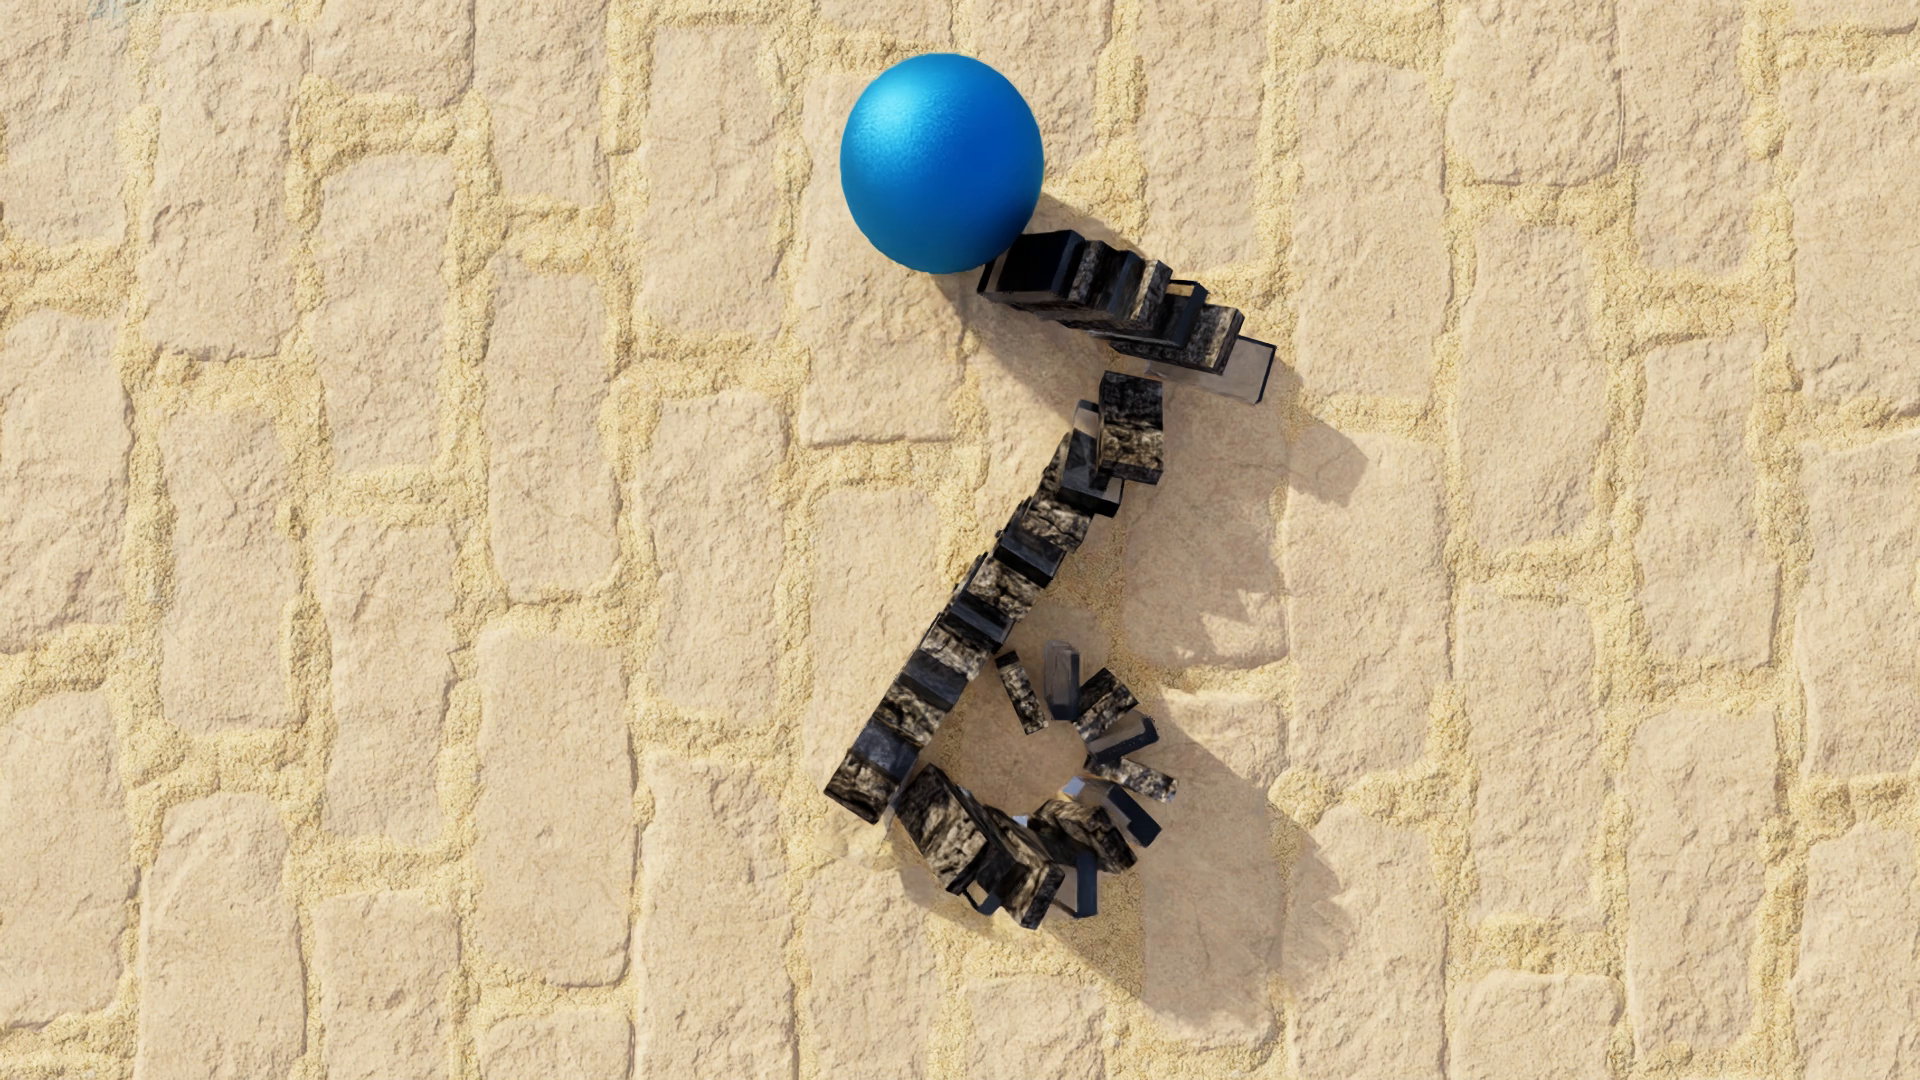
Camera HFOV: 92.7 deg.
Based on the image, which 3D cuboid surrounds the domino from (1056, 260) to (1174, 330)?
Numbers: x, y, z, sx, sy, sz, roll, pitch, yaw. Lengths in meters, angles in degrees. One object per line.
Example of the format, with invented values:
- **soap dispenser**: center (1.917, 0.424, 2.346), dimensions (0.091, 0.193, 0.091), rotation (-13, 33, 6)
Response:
- **domino**: center (0.062, -0.100, 0.377), dimensions (0.010, 0.050, 0.025), rotation (20, 90, -36)

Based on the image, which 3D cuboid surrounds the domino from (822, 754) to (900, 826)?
- **domino**: center (-0.033, 0.090, 0.382), dimensions (0.025, 0.010, 0.050), rotation (32, 58, 2)

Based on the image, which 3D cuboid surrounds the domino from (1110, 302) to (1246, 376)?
- **domino**: center (0.089, -0.086, 0.380), dimensions (0.050, 0.010, 0.025), rotation (23, 93, 39)

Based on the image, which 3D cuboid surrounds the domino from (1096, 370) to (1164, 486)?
- **domino**: center (0.071, -0.047, 0.381), dimensions (0.025, 0.009, 0.050), rotation (11, 55, -4)

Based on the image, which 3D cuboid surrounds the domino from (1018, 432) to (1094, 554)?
- **domino**: center (0.046, -0.020, 0.381), dimensions (0.025, 0.010, 0.050), rotation (28, 54, 0)

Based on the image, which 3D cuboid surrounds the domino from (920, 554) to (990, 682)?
- **domino**: center (0.006, 0.031, 0.381), dimensions (0.025, 0.010, 0.050), rotation (33, 51, 0)

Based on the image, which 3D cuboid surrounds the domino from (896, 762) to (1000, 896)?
- **domino**: center (-0.007, 0.118, 0.378), dimensions (0.025, 0.050, 0.009), rotation (-48, 130, 0)

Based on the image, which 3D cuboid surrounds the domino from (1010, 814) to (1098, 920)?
- **domino**: center (0.037, 0.133, 0.376), dimensions (0.009, 0.050, 0.025), rotation (1, 90, -29)

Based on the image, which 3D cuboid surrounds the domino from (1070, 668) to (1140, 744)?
- **domino**: center (0.056, 0.067, 0.375), dimensions (0.025, 0.050, 0.009), rotation (-39, 89, 0)

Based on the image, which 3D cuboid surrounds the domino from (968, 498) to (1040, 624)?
- **domino**: center (0.025, 0.008, 0.381), dimensions (0.025, 0.010, 0.050), rotation (33, 51, 0)

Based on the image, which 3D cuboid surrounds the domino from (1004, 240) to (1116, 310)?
- **domino**: center (0.040, -0.108, 0.377), dimensions (0.010, 0.050, 0.025), rotation (20, 90, -36)

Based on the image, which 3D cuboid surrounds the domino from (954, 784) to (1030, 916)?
- **domino**: center (0.005, 0.127, 0.377), dimensions (0.025, 0.050, 0.010), rotation (-51, 127, 0)

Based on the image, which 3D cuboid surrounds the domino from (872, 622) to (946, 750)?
- **domino**: center (-0.013, 0.059, 0.383), dimensions (0.025, 0.009, 0.050), rotation (33, 58, 0)

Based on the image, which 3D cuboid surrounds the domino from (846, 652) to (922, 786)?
- **domino**: center (-0.023, 0.073, 0.383), dimensions (0.025, 0.010, 0.050), rotation (34, 58, 0)

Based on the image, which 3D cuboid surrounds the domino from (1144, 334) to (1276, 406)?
- **domino**: center (0.108, -0.078, 0.395), dimensions (0.050, 0.010, 0.025), rotation (16, 90, 0)

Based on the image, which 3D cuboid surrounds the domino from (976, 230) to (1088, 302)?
- **domino**: center (0.029, -0.112, 0.377), dimensions (0.009, 0.050, 0.025), rotation (20, 90, -36)

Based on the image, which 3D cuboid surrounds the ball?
- **ball**: center (-0.007, -0.146, 0.360), dimensions (0.080, 0.080, 0.080), rotation (0, 90, 0)

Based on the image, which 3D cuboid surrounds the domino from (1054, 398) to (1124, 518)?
- **domino**: center (0.057, -0.035, 0.381), dimensions (0.025, 0.010, 0.050), rotation (17, 54, -1)

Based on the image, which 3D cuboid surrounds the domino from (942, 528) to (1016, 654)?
- **domino**: center (0.015, 0.021, 0.380), dimensions (0.025, 0.009, 0.050), rotation (33, 51, 0)

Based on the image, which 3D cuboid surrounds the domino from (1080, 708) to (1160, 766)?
- **domino**: center (0.064, 0.080, 0.375), dimensions (0.025, 0.050, 0.010), rotation (-23, 83, 0)

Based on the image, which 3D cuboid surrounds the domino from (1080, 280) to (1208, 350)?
- **domino**: center (0.075, -0.094, 0.378), dimensions (0.010, 0.050, 0.025), rotation (19, 92, -42)

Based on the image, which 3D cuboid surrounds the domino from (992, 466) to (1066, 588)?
- **domino**: center (0.035, -0.006, 0.381), dimensions (0.025, 0.009, 0.050), rotation (32, 53, 0)

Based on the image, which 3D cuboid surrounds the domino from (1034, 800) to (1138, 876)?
- **domino**: center (0.050, 0.121, 0.375), dimensions (0.009, 0.050, 0.025), rotation (-34, 90, -22)

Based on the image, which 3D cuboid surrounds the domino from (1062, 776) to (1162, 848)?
- **domino**: center (0.061, 0.110, 0.375), dimensions (0.025, 0.050, 0.010), rotation (46, 74, 0)

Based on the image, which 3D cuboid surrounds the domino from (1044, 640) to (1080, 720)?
- **domino**: center (0.041, 0.056, 0.375), dimensions (0.010, 0.050, 0.025), rotation (2, 90, 1)

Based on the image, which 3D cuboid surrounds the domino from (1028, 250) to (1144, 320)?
- **domino**: center (0.051, -0.104, 0.377), dimensions (0.010, 0.050, 0.025), rotation (20, 90, -36)

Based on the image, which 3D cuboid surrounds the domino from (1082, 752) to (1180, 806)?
- **domino**: center (0.069, 0.096, 0.374), dimensions (0.025, 0.050, 0.010), rotation (23, 79, -1)

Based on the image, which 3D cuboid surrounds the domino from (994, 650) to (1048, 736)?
- **domino**: center (0.025, 0.061, 0.375), dimensions (0.010, 0.050, 0.025), rotation (-24, 90, 0)

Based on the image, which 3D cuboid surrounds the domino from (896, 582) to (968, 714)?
- **domino**: center (-0.003, 0.044, 0.381), dimensions (0.025, 0.010, 0.050), rotation (33, 54, 0)

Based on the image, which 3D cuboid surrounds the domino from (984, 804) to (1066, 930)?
- **domino**: center (0.020, 0.133, 0.376), dimensions (0.010, 0.050, 0.025), rotation (28, 90, -32)

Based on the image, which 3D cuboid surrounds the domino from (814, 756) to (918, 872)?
- **domino**: center (-0.039, 0.110, 0.385), dimensions (0.025, 0.009, 0.050), rotation (24, 66, 0)
